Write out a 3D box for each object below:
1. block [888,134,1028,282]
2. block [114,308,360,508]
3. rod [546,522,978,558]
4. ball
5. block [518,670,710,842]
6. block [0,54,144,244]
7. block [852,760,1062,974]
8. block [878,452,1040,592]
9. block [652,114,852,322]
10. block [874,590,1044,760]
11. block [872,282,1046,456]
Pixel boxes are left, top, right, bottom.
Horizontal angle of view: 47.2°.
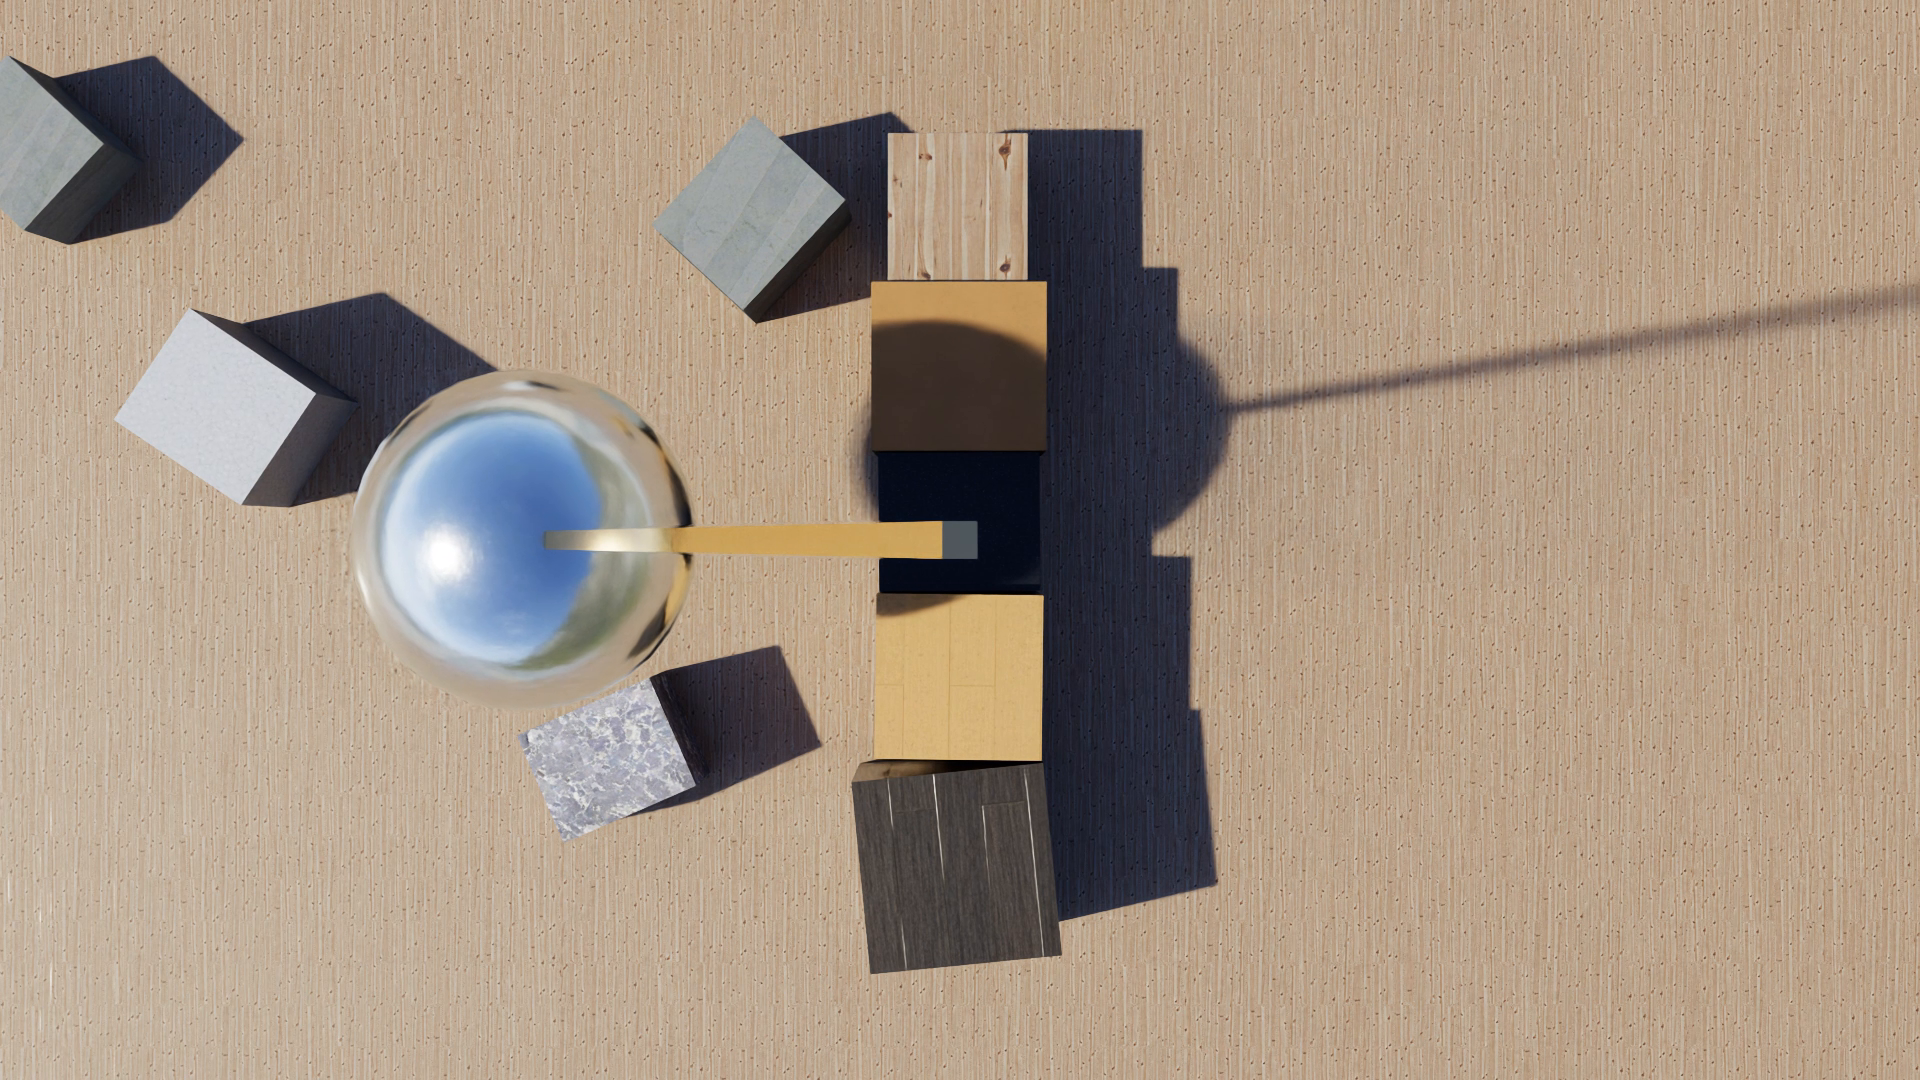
[{"bbox_3d":[-0.013,-1.852,12.629,0.779,0.742,0.831,0,90,0],"label":"block"},{"bbox_3d":[-4.107,-0.736,12.560,0.844,0.880,0.743,34,90,0],"label":"block"},{"bbox_3d":[-0.882,0.000,7.126,0.080,5.200,0.080,0,90,-20],"label":"rod"},{"bbox_3d":[-2.036,0.000,10.324,1.600,1.600,1.600,0,90,0],"label":"ball"},{"bbox_3d":[-1.978,1.234,12.650,0.807,0.701,0.658,-24,90,0],"label":"block"},{"bbox_3d":[-5.316,-2.237,12.687,0.739,0.625,0.664,43,90,0],"label":"block"},{"bbox_3d":[-0.018,1.792,12.491,1.051,1.017,1.054,-6,90,0],"label":"block"},{"bbox_3d":[-0.004,-0.103,12.638,0.901,0.724,0.773,0,90,0],"label":"block"},{"bbox_3d":[-1.176,-1.822,12.610,0.698,0.780,0.838,43,90,0],"label":"block"},{"bbox_3d":[-0.006,0.750,12.518,0.914,0.964,0.905,1,90,0],"label":"block"},{"bbox_3d":[-0.006,-0.961,12.572,0.969,0.856,0.932,0,90,0],"label":"block"}]
